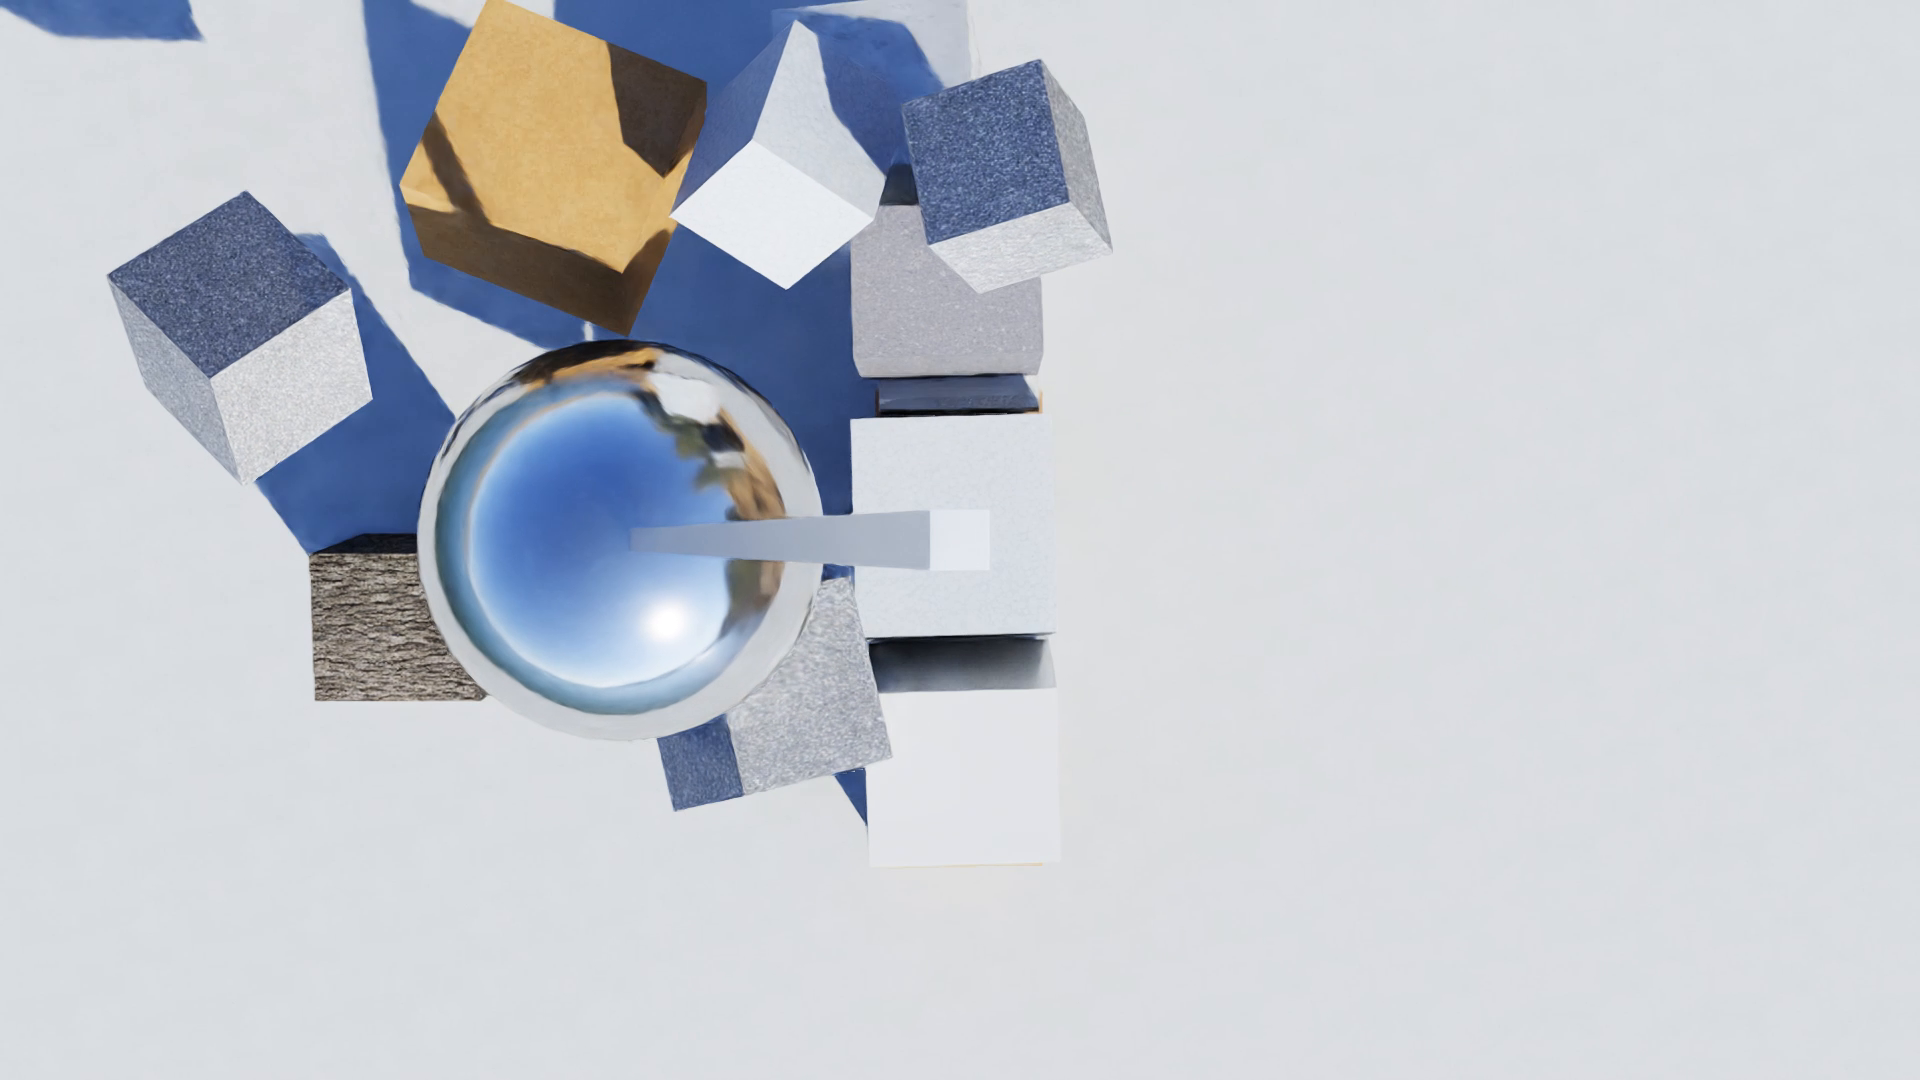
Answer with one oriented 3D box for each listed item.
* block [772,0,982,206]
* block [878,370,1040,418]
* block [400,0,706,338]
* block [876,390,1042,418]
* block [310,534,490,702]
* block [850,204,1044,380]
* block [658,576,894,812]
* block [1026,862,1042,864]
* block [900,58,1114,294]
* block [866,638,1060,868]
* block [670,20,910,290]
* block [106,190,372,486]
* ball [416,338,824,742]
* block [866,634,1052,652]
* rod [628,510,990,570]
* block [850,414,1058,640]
[{"bbox_3d":[-0.387,-2.197,11.433,0.987,0.897,0.890,-5,78,5],"label":"block"},{"bbox_3d":[-0.008,-1.072,11.539,0.813,0.761,0.848,-1,87,0],"label":"block"},{"bbox_3d":[-1.657,-1.529,9.132,0.933,0.850,0.876,22,76,-2],"label":"block"},{"bbox_3d":[-0.005,-0.405,12.532,0.917,0.935,0.826,0,90,0],"label":"block"},{"bbox_3d":[-2.982,0.412,12.134,0.893,0.947,0.789,0,97,1],"label":"block"},{"bbox_3d":[-0.063,-1.197,10.720,0.890,0.885,0.711,-2,87,0],"label":"block"},{"bbox_3d":[-0.980,0.762,10.837,0.826,0.818,0.912,-11,85,-33],"label":"block"},{"bbox_3d":[-0.012,1.397,12.613,0.943,0.774,0.802,0,90,0],"label":"block"},{"bbox_3d":[0.181,-1.341,8.189,0.546,0.594,0.568,-15,75,16],"label":"block"},{"bbox_3d":[0.011,1.090,11.454,0.964,0.955,0.911,-2,102,0],"label":"block"},{"bbox_3d":[-0.659,-1.489,8.557,0.556,0.622,0.639,31,54,-24],"label":"block"},{"bbox_3d":[-3.547,-0.992,10.906,0.803,0.940,0.802,42,63,17],"label":"block"},{"bbox_3d":[-1.337,0.000,8.735,1.600,1.600,1.600,0,90,0],"label":"ball"},{"bbox_3d":[-0.022,0.503,12.462,1.031,1.077,0.968,0,90,0],"label":"block"},{"bbox_3d":[-0.579,0.000,5.420,0.080,5.200,0.080,0,90,-13],"label":"rod"},{"bbox_3d":[-0.029,-0.041,11.387,0.995,1.078,1.081,-2,87,0],"label":"block"}]
